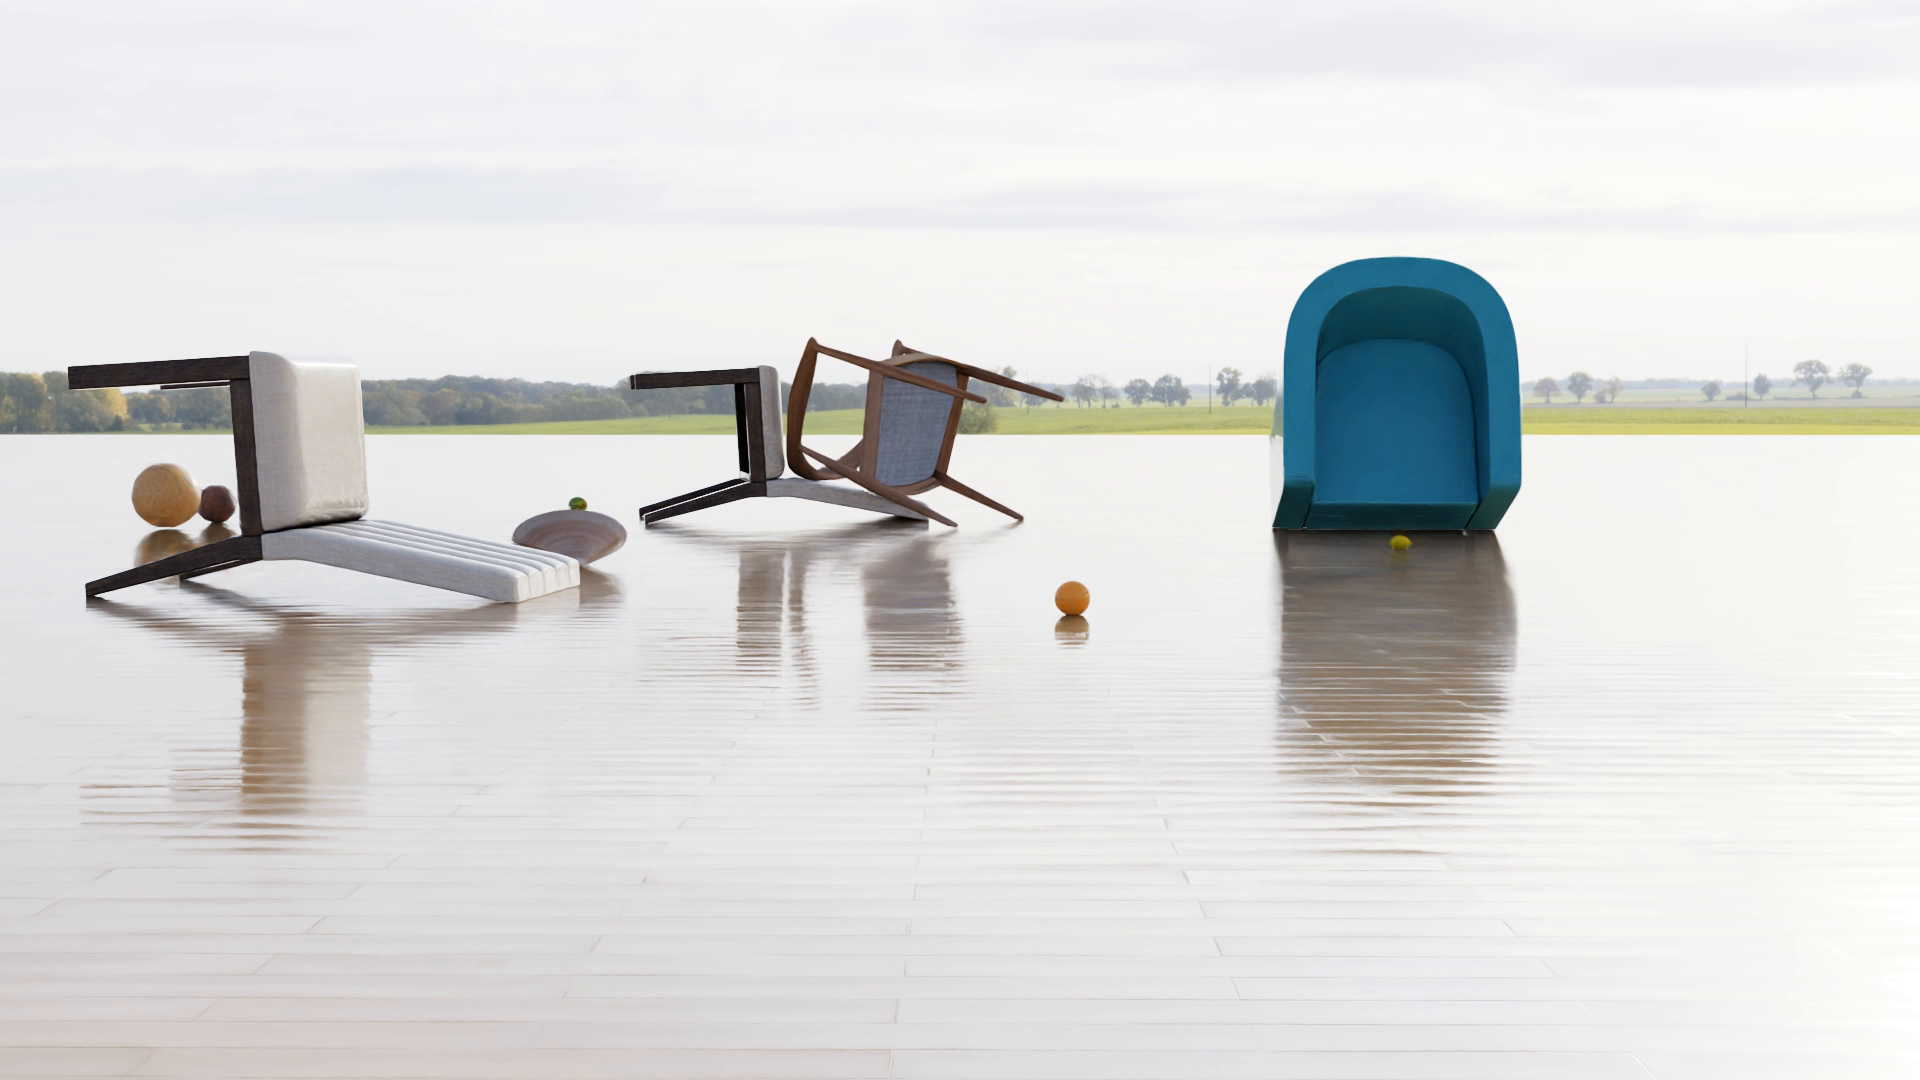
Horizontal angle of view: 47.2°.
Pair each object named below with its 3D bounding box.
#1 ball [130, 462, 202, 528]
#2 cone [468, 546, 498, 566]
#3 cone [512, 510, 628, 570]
[{"bbox_3d":[-2.560,-0.145,7.093,0.214,0.214,0.214,0,4,0],"label":"ball"},{"bbox_3d":[-1.216,0.054,5.568,0.078,0.052,0.079,-19,18,-2],"label":"cone"},{"bbox_3d":[-0.974,0.033,5.533,0.290,0.161,0.163,-1,30,-15],"label":"cone"}]
